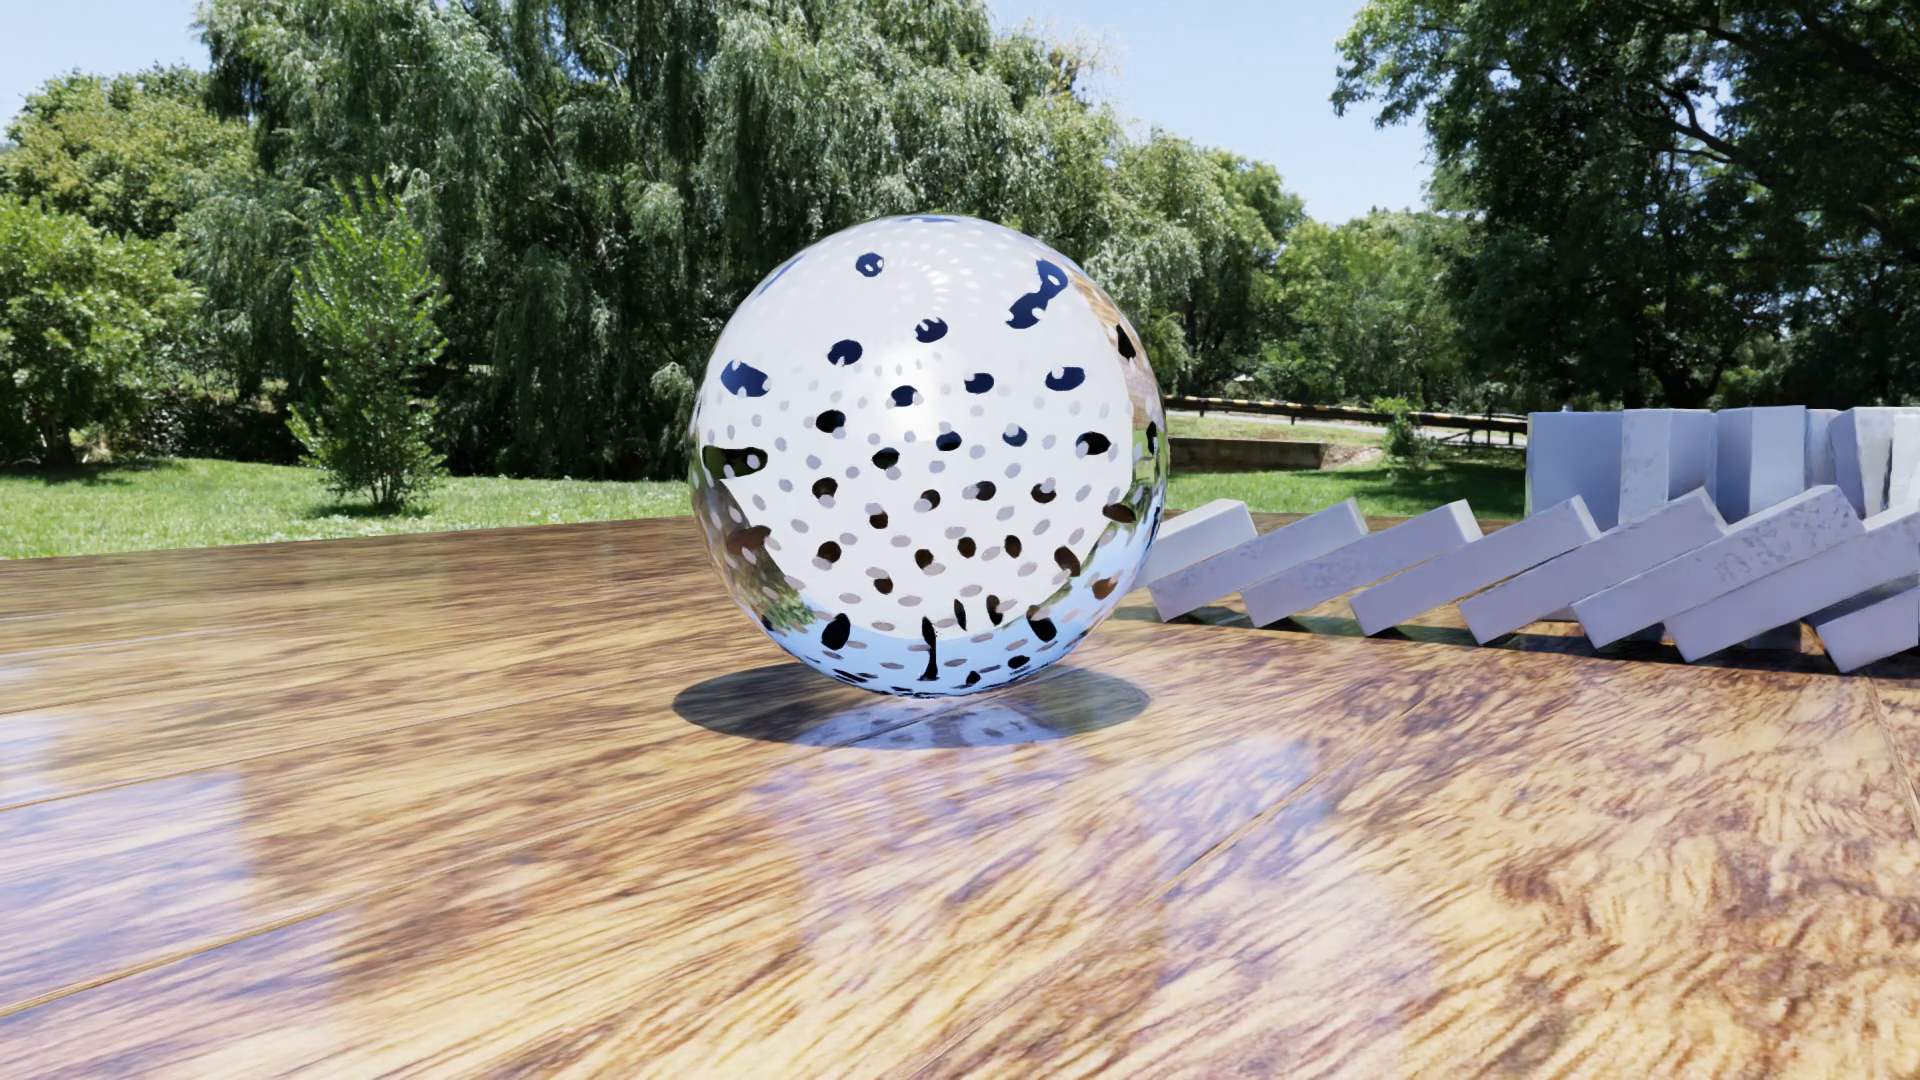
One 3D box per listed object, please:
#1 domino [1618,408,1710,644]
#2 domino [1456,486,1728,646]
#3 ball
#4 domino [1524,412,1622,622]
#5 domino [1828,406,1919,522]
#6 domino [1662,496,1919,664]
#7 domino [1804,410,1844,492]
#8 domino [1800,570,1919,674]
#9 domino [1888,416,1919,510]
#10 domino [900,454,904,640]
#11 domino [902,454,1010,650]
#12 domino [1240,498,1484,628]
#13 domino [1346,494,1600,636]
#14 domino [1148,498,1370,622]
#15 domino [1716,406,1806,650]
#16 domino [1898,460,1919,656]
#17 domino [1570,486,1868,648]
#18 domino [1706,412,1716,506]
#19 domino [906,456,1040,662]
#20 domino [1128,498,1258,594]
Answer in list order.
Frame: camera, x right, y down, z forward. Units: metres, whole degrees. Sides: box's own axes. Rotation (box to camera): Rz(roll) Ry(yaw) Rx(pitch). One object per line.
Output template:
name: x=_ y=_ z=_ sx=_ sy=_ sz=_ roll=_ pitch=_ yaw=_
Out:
domino: x=0.155 y=-0.004 z=0.283 sx=0.025 sy=0.050 sz=0.009 roll=-4 pitch=6 yaw=-43
domino: x=0.132 y=0.005 z=0.268 sx=0.050 sy=0.010 sz=0.025 roll=-32 pitch=-12 yaw=30
ball: x=-0.005 y=-0.014 z=0.215 sx=0.080 sy=0.080 sz=0.080 roll=0 pitch=4 yaw=0
domino: x=0.150 y=-0.006 z=0.308 sx=0.025 sy=0.050 sz=0.009 roll=1 pitch=4 yaw=16
domino: x=0.217 y=-0.005 z=0.294 sx=0.025 sy=0.050 sz=0.010 roll=1 pitch=-12 yaw=4
domino: x=0.164 y=0.008 z=0.249 sx=0.050 sy=0.010 sz=0.025 roll=-31 pitch=-11 yaw=28
domino: x=0.208 y=-0.006 z=0.311 sx=0.025 sy=0.050 sz=0.010 roll=-3 pitch=1 yaw=-33
domino: x=0.186 y=0.008 z=0.238 sx=0.050 sy=0.010 sz=0.025 roll=-30 pitch=-4 yaw=25
domino: x=0.214 y=-0.002 z=0.274 sx=0.025 sy=0.050 sz=0.010 roll=3 pitch=-22 yaw=37
domino: x=-0.001 y=0.000 z=0.295 sx=0.025 sy=0.010 sz=0.050 roll=0 pitch=45 yaw=-4
domino: x=0.000 y=0.002 z=0.280 sx=0.025 sy=0.009 sz=0.050 roll=0 pitch=45 yaw=-4
domino: x=0.092 y=0.006 z=0.295 sx=0.050 sy=0.009 sz=0.025 roll=-26 pitch=-9 yaw=28
domino: x=0.113 y=0.006 z=0.282 sx=0.050 sy=0.009 sz=0.025 roll=-29 pitch=-10 yaw=28
domino: x=0.072 y=0.005 z=0.308 sx=0.050 sy=0.009 sz=0.025 roll=-25 pitch=-5 yaw=20
domino: x=0.170 y=-0.003 z=0.274 sx=0.010 sy=0.050 sz=0.025 roll=-1 pitch=4 yaw=16
domino: x=0.203 y=0.001 z=0.257 sx=0.010 sy=0.050 sz=0.025 roll=44 pitch=-20 yaw=-30
domino: x=0.149 y=0.005 z=0.255 sx=0.050 sy=0.010 sz=0.025 roll=-30 pitch=-11 yaw=24
domino: x=0.191 y=-0.007 z=0.325 sx=0.009 sy=0.050 sz=0.025 roll=1 pitch=5 yaw=18
domino: x=0.002 y=0.003 z=0.266 sx=0.025 sy=0.009 sz=0.050 roll=0 pitch=45 yaw=-4
domino: x=0.047 y=0.004 z=0.322 sx=0.050 sy=0.010 sz=0.025 roll=-23 pitch=4 yaw=0
